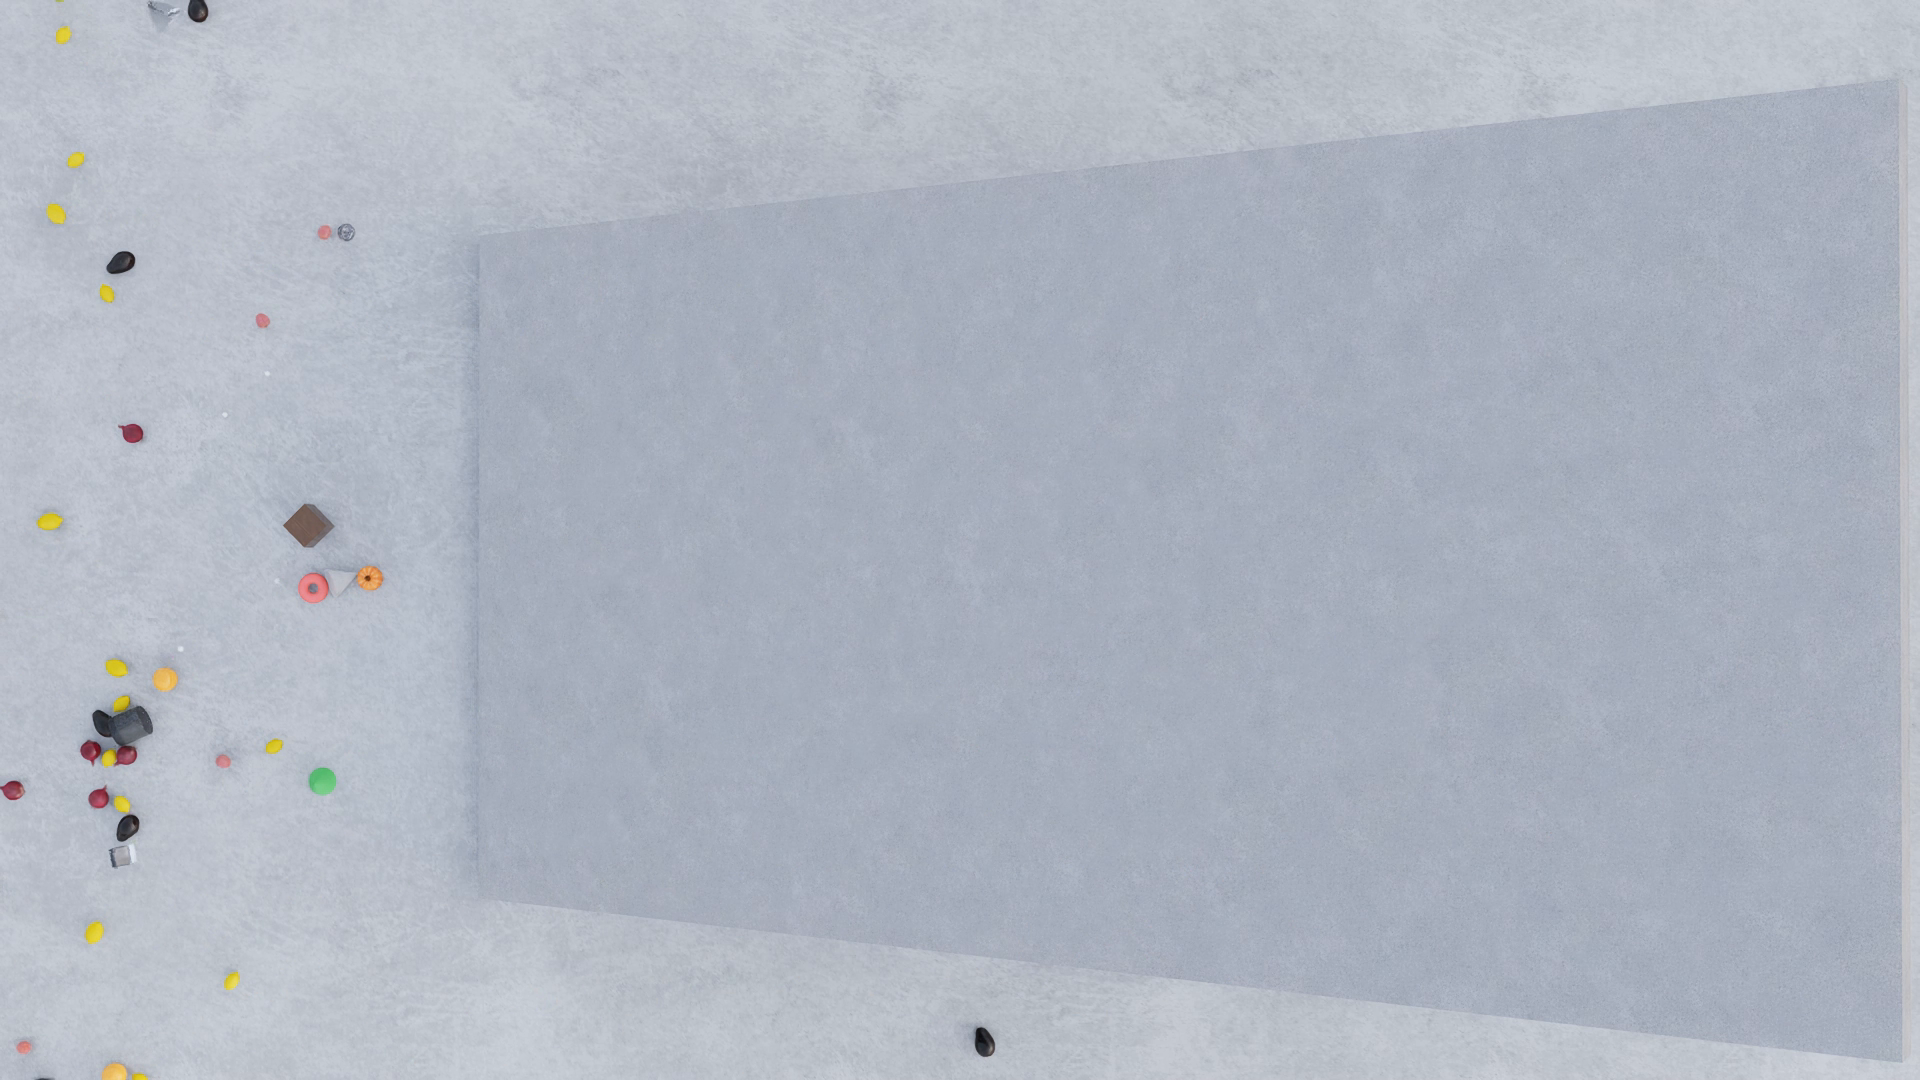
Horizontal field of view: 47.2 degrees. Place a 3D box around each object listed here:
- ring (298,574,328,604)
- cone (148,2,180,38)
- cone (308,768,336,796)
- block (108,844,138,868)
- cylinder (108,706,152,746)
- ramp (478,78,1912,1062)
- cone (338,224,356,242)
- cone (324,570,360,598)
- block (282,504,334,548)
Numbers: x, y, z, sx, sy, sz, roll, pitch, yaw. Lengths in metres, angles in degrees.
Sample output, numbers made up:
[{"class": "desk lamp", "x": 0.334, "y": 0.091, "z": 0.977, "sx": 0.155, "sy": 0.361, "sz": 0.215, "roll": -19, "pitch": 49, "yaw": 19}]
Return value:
[{"class": "ring", "x": -1.971, "y": 0.147, "z": 6.703, "sx": 0.093, "sy": 0.031, "sz": 0.093, "roll": 0, "pitch": 90, "yaw": 1}, {"class": "cone", "x": -2.438, "y": -1.579, "z": 6.712, "sx": 0.096, "sy": 0.096, "sz": 0.096, "roll": 21, "pitch": 116, "yaw": 0}, {"class": "cone", "x": -1.946, "y": 0.736, "z": 6.671, "sx": 0.085, "sy": 0.085, "sz": 0.085, "roll": 0, "pitch": 90, "yaw": 0}, {"class": "block", "x": -2.544, "y": 0.960, "z": 6.683, "sx": 0.056, "sy": 0.056, "sz": 0.056, "roll": -11, "pitch": 90, "yaw": 0}, {"class": "cylinder", "x": -2.515, "y": 0.564, "z": 6.668, "sx": 0.093, "sy": 0.093, "sz": 0.093, "roll": -23, "pitch": 90, "yaw": 0}, {"class": "ramp", "x": 0.257, "y": 0.071, "z": 5.594, "sx": 4.000, "sy": 0.100, "sz": 2.000, "roll": 0, "pitch": 89, "yaw": 33}, {"class": "cone", "x": -1.877, "y": -0.941, "z": 6.700, "sx": 0.055, "sy": 0.055, "sz": 0.055, "roll": 0, "pitch": 90, "yaw": 0}, {"class": "cone", "x": -1.872, "y": 0.116, "z": 6.697, "sx": 0.094, "sy": 0.094, "sz": 0.094, "roll": -23, "pitch": 89, "yaw": -27}, {"class": "block", "x": -1.976, "y": -0.043, "z": 6.673, "sx": 0.093, "sy": 0.093, "sz": 0.093, "roll": -44, "pitch": 90, "yaw": 0}]
